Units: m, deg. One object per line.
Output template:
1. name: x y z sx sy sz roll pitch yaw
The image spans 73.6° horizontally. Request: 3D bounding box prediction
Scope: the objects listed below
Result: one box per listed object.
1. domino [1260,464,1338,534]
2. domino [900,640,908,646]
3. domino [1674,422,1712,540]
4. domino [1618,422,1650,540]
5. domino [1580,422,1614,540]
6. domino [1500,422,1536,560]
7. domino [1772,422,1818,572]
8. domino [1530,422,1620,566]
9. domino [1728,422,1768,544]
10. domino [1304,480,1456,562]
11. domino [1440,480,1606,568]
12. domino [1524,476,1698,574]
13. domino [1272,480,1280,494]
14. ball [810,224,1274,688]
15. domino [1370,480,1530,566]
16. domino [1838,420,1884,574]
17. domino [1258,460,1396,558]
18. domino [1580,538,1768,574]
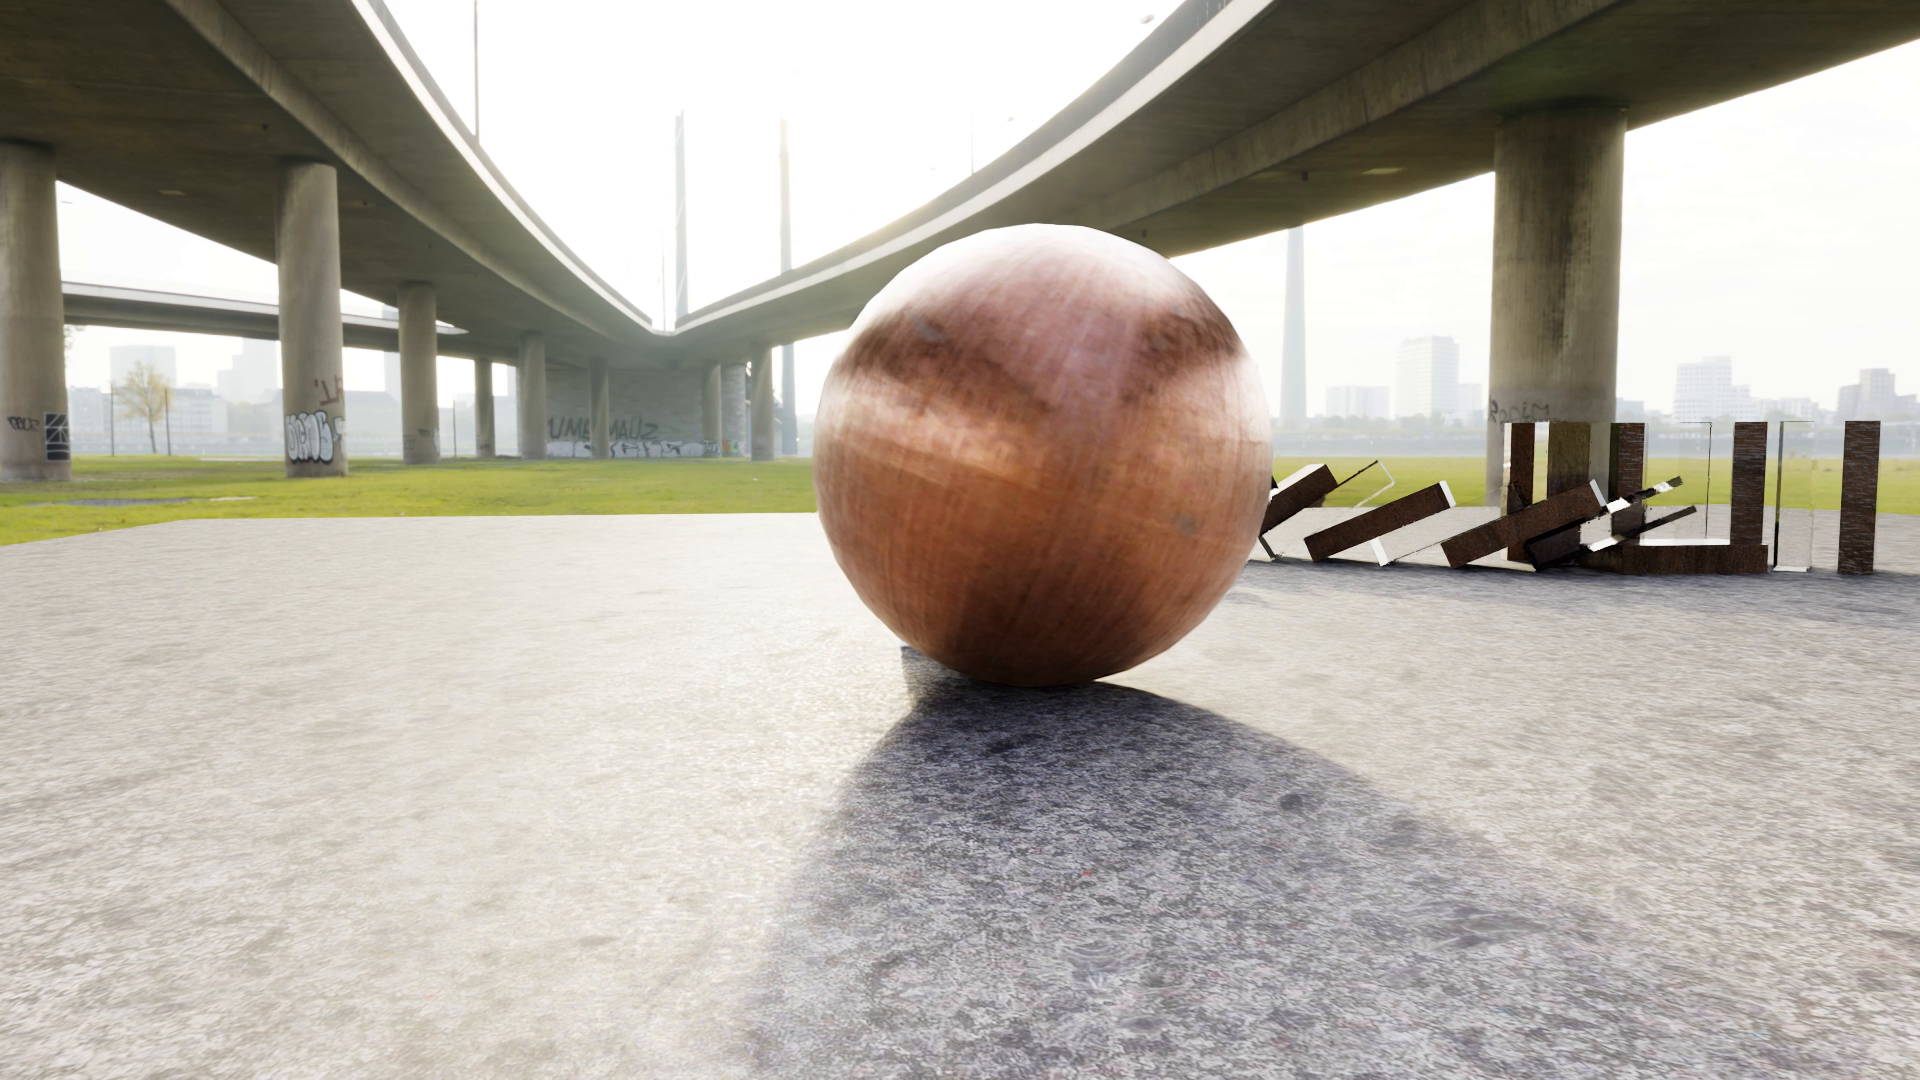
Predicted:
1. domino: 0.115 -0.011 0.481 0.050 0.010 0.025 -32 2 2
2. domino: 0.000 -0.002 0.277 0.025 0.050 0.010 0 -25 -1
3. domino: 0.262 -0.017 0.459 0.010 0.050 0.025 2 5 29
4. domino: 0.244 -0.018 0.468 0.010 0.050 0.025 3 5 31
5. domino: 0.232 -0.018 0.475 0.009 0.050 0.025 1 4 10
6. domino: 0.213 -0.018 0.469 0.025 0.050 0.010 1 4 10
7. domino: 0.286 -0.015 0.439 0.009 0.050 0.025 3 5 36
8. domino: 0.215 -0.016 0.448 0.025 0.050 0.010 0 4 -2
9. domino: 0.275 -0.016 0.448 0.010 0.050 0.025 2 5 30
10. domino: 0.151 -0.007 0.461 0.050 0.009 0.025 -25 -7 25
11. domino: 0.191 -0.005 0.435 0.050 0.010 0.025 -27 -8 29
12. domino: 0.213 -0.005 0.422 0.050 0.010 0.025 -27 -4 28
13. domino: 0.092 -0.011 0.482 0.050 0.010 0.025 -32 10 -10
14. ball: 0.014 -0.014 0.225 0.080 0.080 0.080 0 4 0
15. domino: 0.171 -0.006 0.448 0.050 0.010 0.025 -26 -8 27
16. domino: 0.300 -0.015 0.428 0.009 0.050 0.025 3 5 37
17. domino: 0.134 -0.011 0.471 0.050 0.010 0.025 -35 -10 18
18. domino: 0.240 0.005 0.433 0.050 0.010 0.025 0 4 -4
